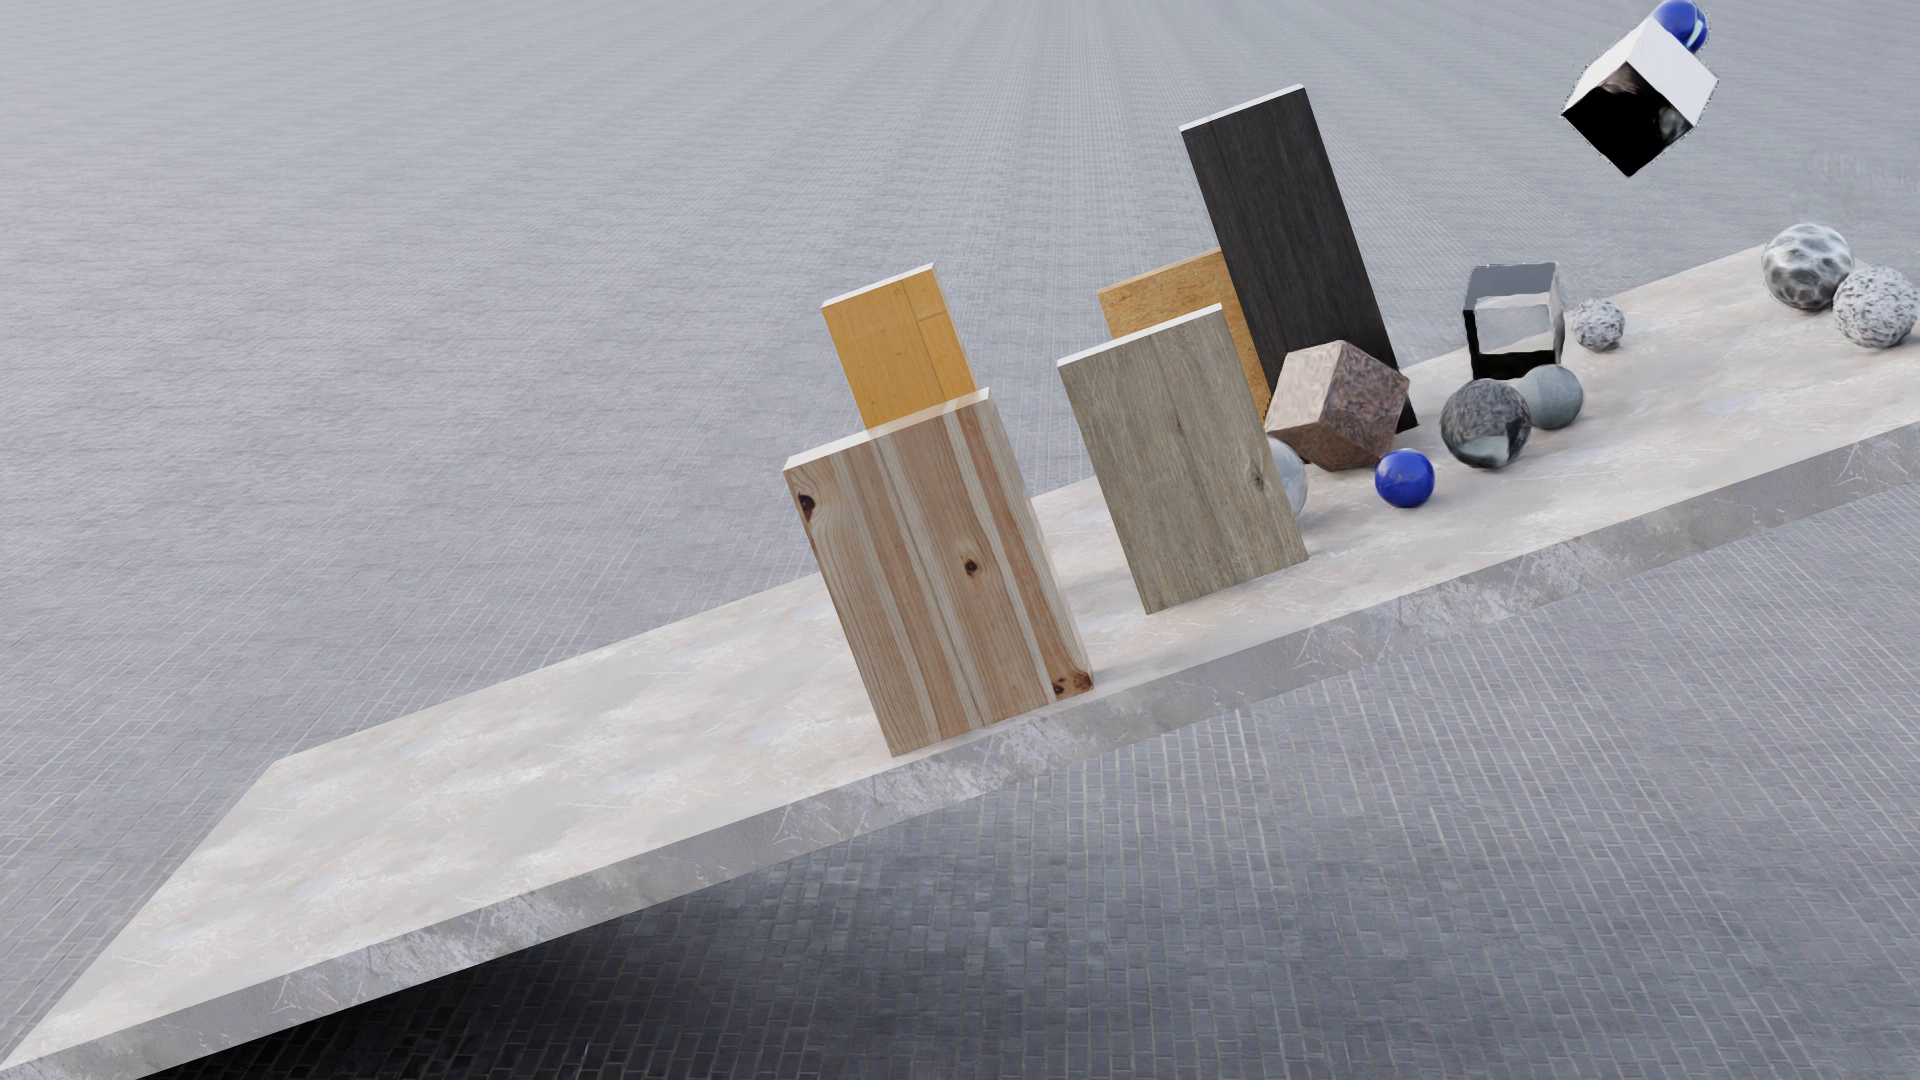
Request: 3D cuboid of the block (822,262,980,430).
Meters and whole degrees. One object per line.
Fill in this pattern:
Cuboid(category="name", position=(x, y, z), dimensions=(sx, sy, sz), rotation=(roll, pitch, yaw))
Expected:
Cuboid(category="block", position=(-0.043, -0.185, 6.129), dimensions=(0.242, 0.740, 0.101), rotation=(-19, 11, 6))

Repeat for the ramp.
Cuboid(category="ramp", position=(0.114, 0.177, 6.299), dimensions=(4.000, 0.100, 2.000), rotation=(-19, 11, 6))

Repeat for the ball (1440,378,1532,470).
Cuboid(category="ball", position=(1.049, -0.231, 5.866), dimensions=(0.181, 0.181, 0.181), rotation=(0, 13, 0))

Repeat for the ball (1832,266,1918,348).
Cuboid(category="ball", position=(1.770, -0.450, 5.685), dimensions=(0.160, 0.160, 0.160), rotation=(0, 13, 0))

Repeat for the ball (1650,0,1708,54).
Cuboid(category="ball", position=(1.537, -1.095, 6.302), dimensions=(0.130, 0.130, 0.130), rotation=(0, 13, 0))

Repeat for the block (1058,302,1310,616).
Cuboid(category="block", position=(0.434, -0.156, 5.715), dimensions=(0.334, 0.521, 0.084), rotation=(-19, 11, 6))

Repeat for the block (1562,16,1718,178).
Cuboid(category="block", position=(1.435, -0.936, 6.209), dimensions=(0.199, 0.199, 0.199), rotation=(-41, 10, 46))

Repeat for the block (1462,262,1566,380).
Cuboid(category="block", position=(1.155, -0.454, 6.122), dimensions=(0.172, 0.172, 0.172), rotation=(-3, 34, 20))

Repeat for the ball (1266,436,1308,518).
Cuboid(category="ball", position=(0.612, -0.112, 6.018), dimensions=(0.201, 0.201, 0.201), rotation=(0, 13, 0))

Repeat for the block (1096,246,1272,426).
Cuboid(category="block", position=(0.587, -0.435, 6.926), dimensions=(0.397, 0.459, 0.081), rotation=(-19, 11, 6))

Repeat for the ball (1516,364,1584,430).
Cuboid(category="ball", position=(1.202, -0.291, 5.999), dimensions=(0.135, 0.135, 0.135), rotation=(0, 13, 0))

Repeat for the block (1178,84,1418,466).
Cuboid(category="block", position=(0.747, -0.582, 6.491), dimensions=(0.282, 0.788, 0.129), rotation=(-19, 11, 6))

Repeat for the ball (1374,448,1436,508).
Cuboid(category="ball", position=(0.878, -0.121, 5.803), dimensions=(0.119, 0.119, 0.119), rotation=(0, 13, 0))

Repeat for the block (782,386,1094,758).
Cuboid(category="block", position=(-0.035, 0.060, 5.392), dimensions=(0.393, 0.571, 0.128), rotation=(-19, 11, 6))

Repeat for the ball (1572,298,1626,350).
Cuboid(category="ball", position=(1.422, -0.481, 6.553), dimensions=(0.118, 0.118, 0.118), rotation=(0, 13, 0))

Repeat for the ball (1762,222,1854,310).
Cuboid(category="ball", position=(1.786, -0.577, 6.196), dimensions=(0.183, 0.183, 0.183), rotation=(0, 13, 0))

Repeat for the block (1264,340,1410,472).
Cuboid(category="block", position=(0.802, -0.284, 6.272), dimensions=(0.194, 0.194, 0.194), rotation=(28, -19, -26))
